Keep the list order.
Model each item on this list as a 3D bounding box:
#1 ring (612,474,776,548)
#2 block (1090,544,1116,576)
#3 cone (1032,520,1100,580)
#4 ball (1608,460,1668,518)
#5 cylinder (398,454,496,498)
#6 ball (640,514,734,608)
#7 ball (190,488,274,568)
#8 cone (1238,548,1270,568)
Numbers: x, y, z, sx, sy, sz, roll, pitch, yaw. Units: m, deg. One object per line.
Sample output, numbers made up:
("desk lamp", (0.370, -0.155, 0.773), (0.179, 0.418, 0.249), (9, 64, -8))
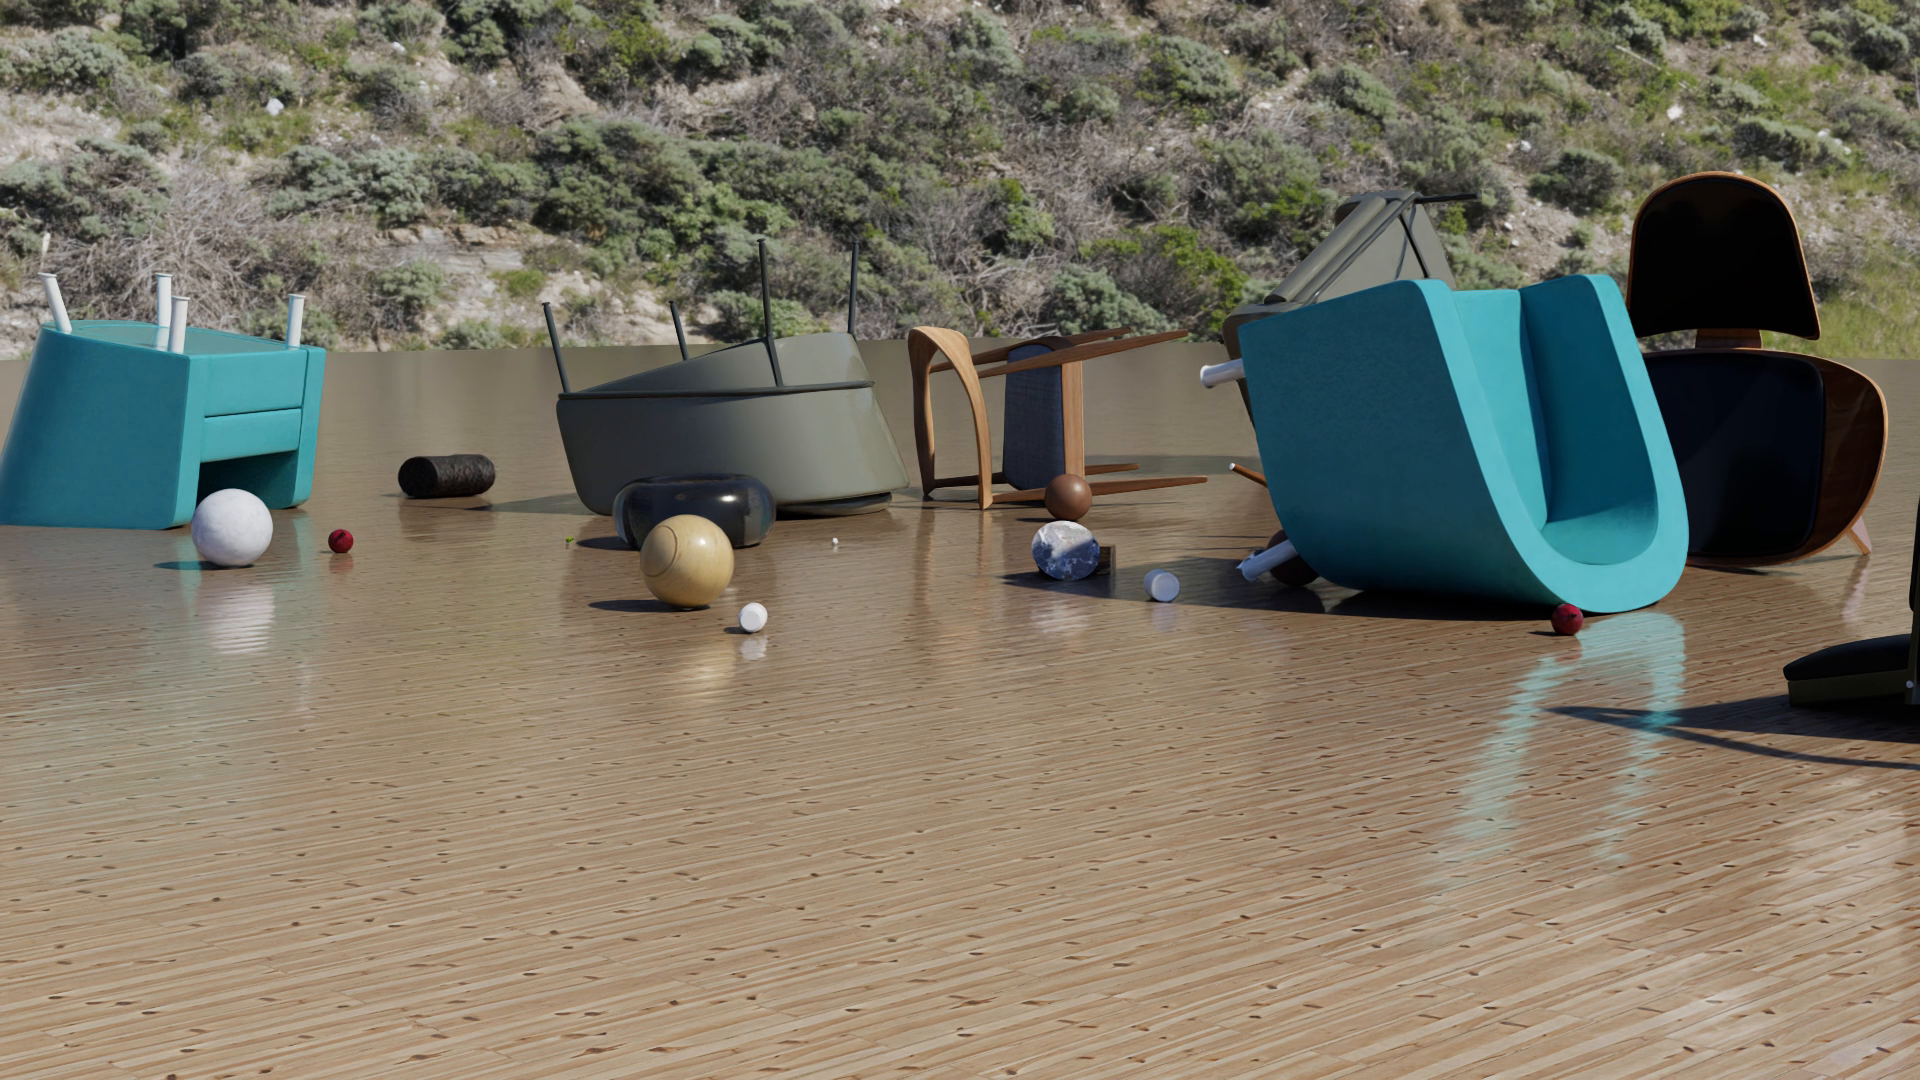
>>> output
("ring", (-0.650, -0.069, 6.289), (0.402, 0.165, 0.387), (-1, 7, 6))
("block", (0.295, 0.042, 5.696), (0.092, 0.063, 0.064), (2, 6, 14))
("cone", (0.204, 0.045, 5.665), (0.157, 0.133, 0.185), (5, -16, -16))
("ball", (1.847, -0.140, 6.985), (0.160, 0.160, 0.160), (0, 6, 0))
("cylinder", (-1.538, -0.193, 7.688), (0.192, 0.121, 0.255), (-5, 2, -39))
("ball", (-0.541, 0.043, 5.083), (0.188, 0.188, 0.188), (0, 6, 0))
("ball", (-1.646, -0.027, 5.802), (0.179, 0.179, 0.179), (0, 6, 0))
("cone", (0.653, 0.052, 5.806), (0.074, 0.042, 0.073), (-21, 9, -24))
